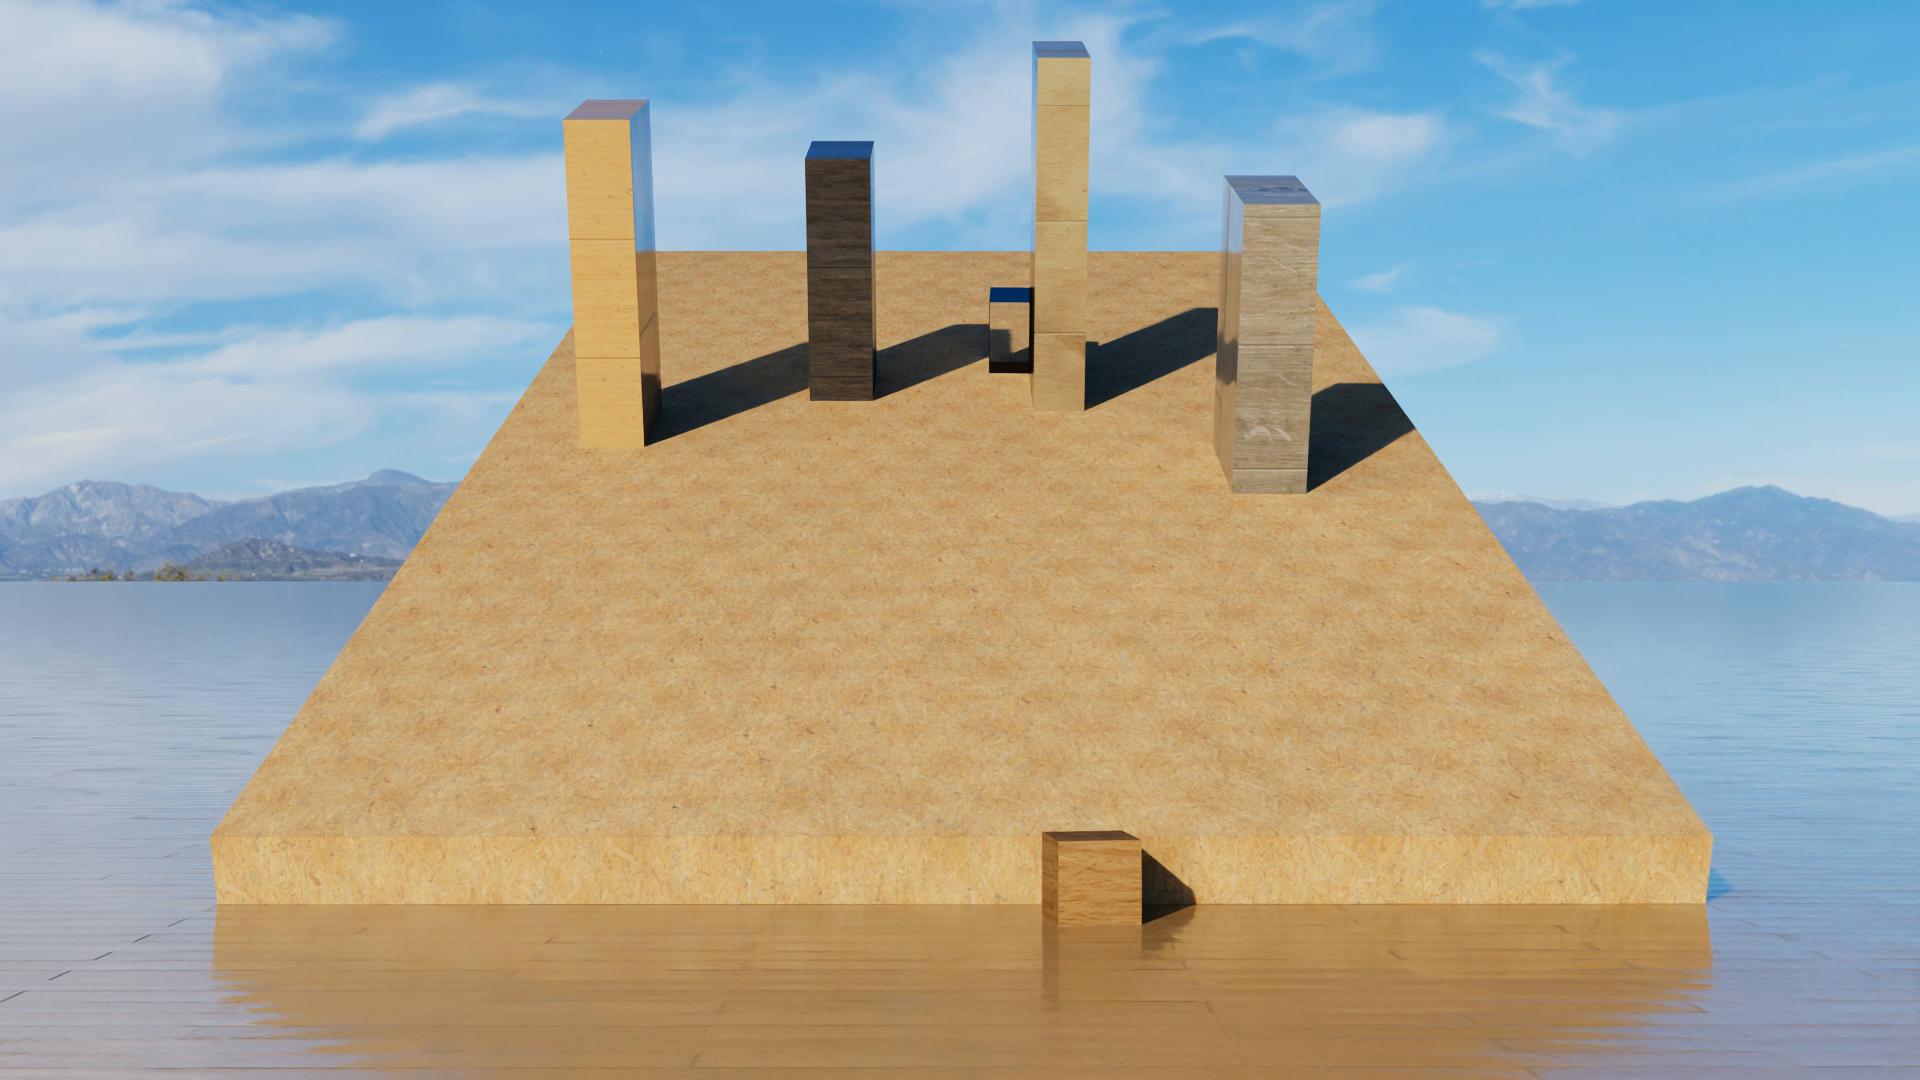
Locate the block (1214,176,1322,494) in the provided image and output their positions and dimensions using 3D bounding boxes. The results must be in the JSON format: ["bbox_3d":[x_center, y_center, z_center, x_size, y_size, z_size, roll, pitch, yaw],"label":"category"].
[{"bbox_3d":[0.612,-0.418,4.512,0.146,0.575,0.341,0,18,0],"label":"block"}]

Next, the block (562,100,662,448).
[{"bbox_3d":[-0.736,-0.572,4.790,0.134,0.688,0.315,0,18,0],"label":"block"}]

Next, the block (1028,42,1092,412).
[{"bbox_3d":[0.221,-0.712,5.067,0.114,0.779,0.339,0,18,0],"label":"block"}]

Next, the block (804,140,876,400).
[{"bbox_3d":[-0.270,-0.620,5.151,0.144,0.550,0.266,0,18,0],"label":"block"}]

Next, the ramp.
[{"bbox_3d":[-0.004,-0.192,4.897,2.000,0.100,4.000,0,18,0],"label":"ramp"}]

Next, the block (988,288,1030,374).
[{"bbox_3d":[0.158,-0.506,5.408,0.172,0.172,0.172,1,18,1],"label":"block"}]

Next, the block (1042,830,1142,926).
[{"bbox_3d":[0.168,0.434,2.884,0.107,0.107,0.107,0,-1,-9],"label":"block"}]
